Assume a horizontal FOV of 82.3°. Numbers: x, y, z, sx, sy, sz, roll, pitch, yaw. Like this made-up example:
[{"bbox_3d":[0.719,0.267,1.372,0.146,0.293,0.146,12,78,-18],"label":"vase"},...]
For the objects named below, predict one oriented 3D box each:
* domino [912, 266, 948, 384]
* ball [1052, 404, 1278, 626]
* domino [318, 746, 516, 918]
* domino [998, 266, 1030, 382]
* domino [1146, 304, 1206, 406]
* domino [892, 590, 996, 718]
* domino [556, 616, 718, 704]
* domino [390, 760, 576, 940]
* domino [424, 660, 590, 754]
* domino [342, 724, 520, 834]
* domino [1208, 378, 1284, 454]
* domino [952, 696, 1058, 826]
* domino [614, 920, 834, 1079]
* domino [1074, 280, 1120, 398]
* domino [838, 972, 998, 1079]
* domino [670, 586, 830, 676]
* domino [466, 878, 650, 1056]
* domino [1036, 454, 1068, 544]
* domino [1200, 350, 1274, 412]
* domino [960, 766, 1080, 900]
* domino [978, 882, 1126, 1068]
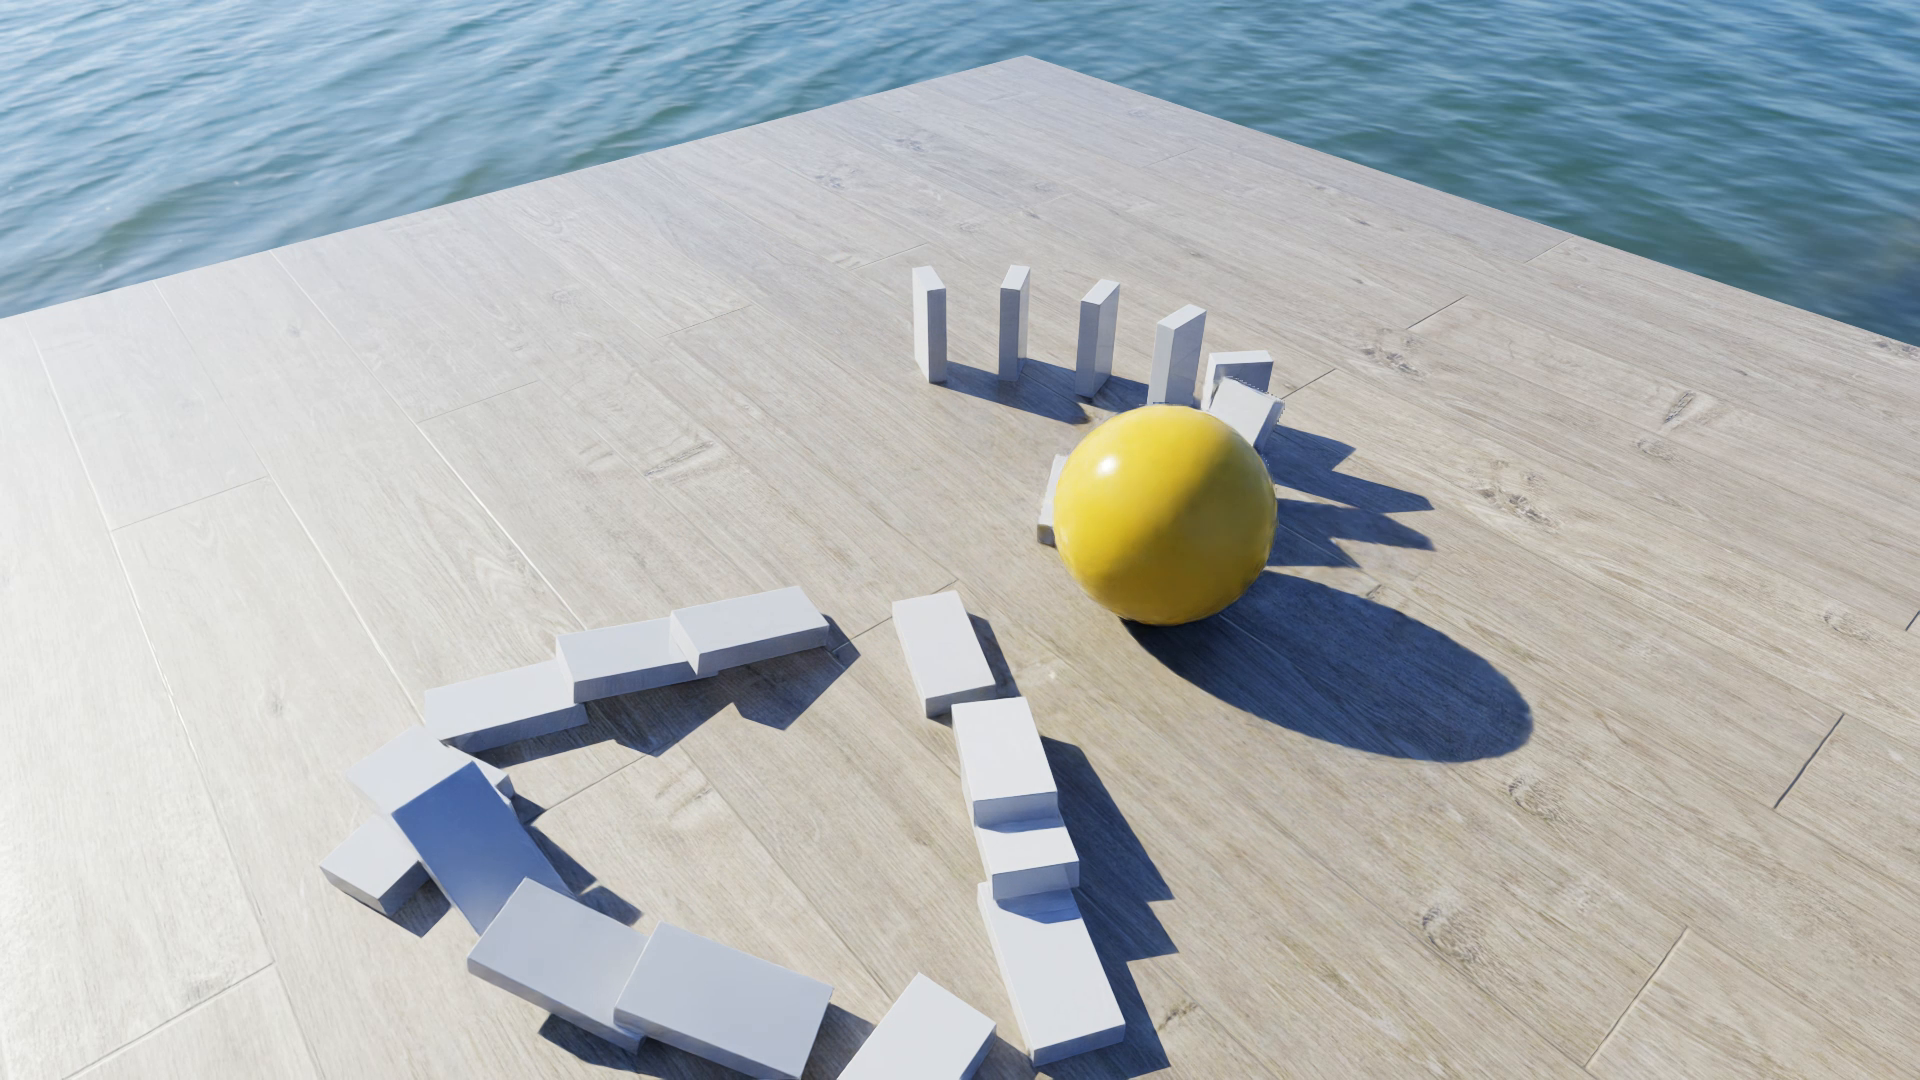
[{"bbox_3d":[-0.015,-0.106,0.540,0.009,0.050,0.025,-11,41,-14],"label":"domino"},{"bbox_3d":[0.073,-0.009,0.399,0.080,0.080,0.080,0,39,0],"label":"ball"},{"bbox_3d":[-0.165,0.088,0.336,0.025,0.010,0.050,18,43,21],"label":"domino"},{"bbox_3d":[0.027,-0.106,0.541,0.009,0.050,0.025,9,40,11],"label":"domino"},{"bbox_3d":[0.100,-0.081,0.511,0.009,0.050,0.025,32,49,33],"label":"domino"},{"bbox_3d":[-0.006,0.040,0.395,0.025,0.009,0.050,-10,40,-12],"label":"domino"},{"bbox_3d":[-0.113,0.041,0.385,0.050,0.009,0.025,-9,38,-30],"label":"domino"},{"bbox_3d":[-0.135,0.091,0.312,0.025,0.010,0.050,-36,85,-36],"label":"domino"},{"bbox_3d":[-0.154,0.057,0.374,0.050,0.009,0.025,-13,41,-16],"label":"domino"},{"bbox_3d":[-0.161,0.078,0.333,0.050,0.009,0.025,26,46,28],"label":"domino"},{"bbox_3d":[0.112,-0.040,0.461,0.025,0.050,0.009,35,22,35],"label":"domino"},{"bbox_3d":[0.013,0.068,0.344,0.025,0.010,0.050,-5,26,-6],"label":"domino"},{"bbox_3d":[-0.061,0.121,0.287,0.050,0.010,0.025,20,42,2],"label":"domino"},{"bbox_3d":[0.066,-0.097,0.530,0.010,0.050,0.025,19,43,21],"label":"domino"},{"bbox_3d":[-0.015,0.137,0.276,0.025,0.010,0.050,23,45,26],"label":"domino"},{"bbox_3d":[-0.075,0.032,0.395,0.050,0.009,0.025,-11,40,-34],"label":"domino"},{"bbox_3d":[-0.102,0.114,0.294,0.050,0.010,0.025,24,43,4],"label":"domino"},{"bbox_3d":[0.049,-0.017,0.464,0.025,0.010,0.050,8,40,9],"label":"domino"},{"bbox_3d":[0.119,-0.058,0.483,0.025,0.050,0.010,-4,39,-4],"label":"domino"},{"bbox_3d":[0.017,0.085,0.330,0.025,0.009,0.050,-7,26,-8],"label":"domino"},{"bbox_3d":[0.024,0.115,0.303,0.025,0.010,0.050,-10,40,-12],"label":"domino"}]
